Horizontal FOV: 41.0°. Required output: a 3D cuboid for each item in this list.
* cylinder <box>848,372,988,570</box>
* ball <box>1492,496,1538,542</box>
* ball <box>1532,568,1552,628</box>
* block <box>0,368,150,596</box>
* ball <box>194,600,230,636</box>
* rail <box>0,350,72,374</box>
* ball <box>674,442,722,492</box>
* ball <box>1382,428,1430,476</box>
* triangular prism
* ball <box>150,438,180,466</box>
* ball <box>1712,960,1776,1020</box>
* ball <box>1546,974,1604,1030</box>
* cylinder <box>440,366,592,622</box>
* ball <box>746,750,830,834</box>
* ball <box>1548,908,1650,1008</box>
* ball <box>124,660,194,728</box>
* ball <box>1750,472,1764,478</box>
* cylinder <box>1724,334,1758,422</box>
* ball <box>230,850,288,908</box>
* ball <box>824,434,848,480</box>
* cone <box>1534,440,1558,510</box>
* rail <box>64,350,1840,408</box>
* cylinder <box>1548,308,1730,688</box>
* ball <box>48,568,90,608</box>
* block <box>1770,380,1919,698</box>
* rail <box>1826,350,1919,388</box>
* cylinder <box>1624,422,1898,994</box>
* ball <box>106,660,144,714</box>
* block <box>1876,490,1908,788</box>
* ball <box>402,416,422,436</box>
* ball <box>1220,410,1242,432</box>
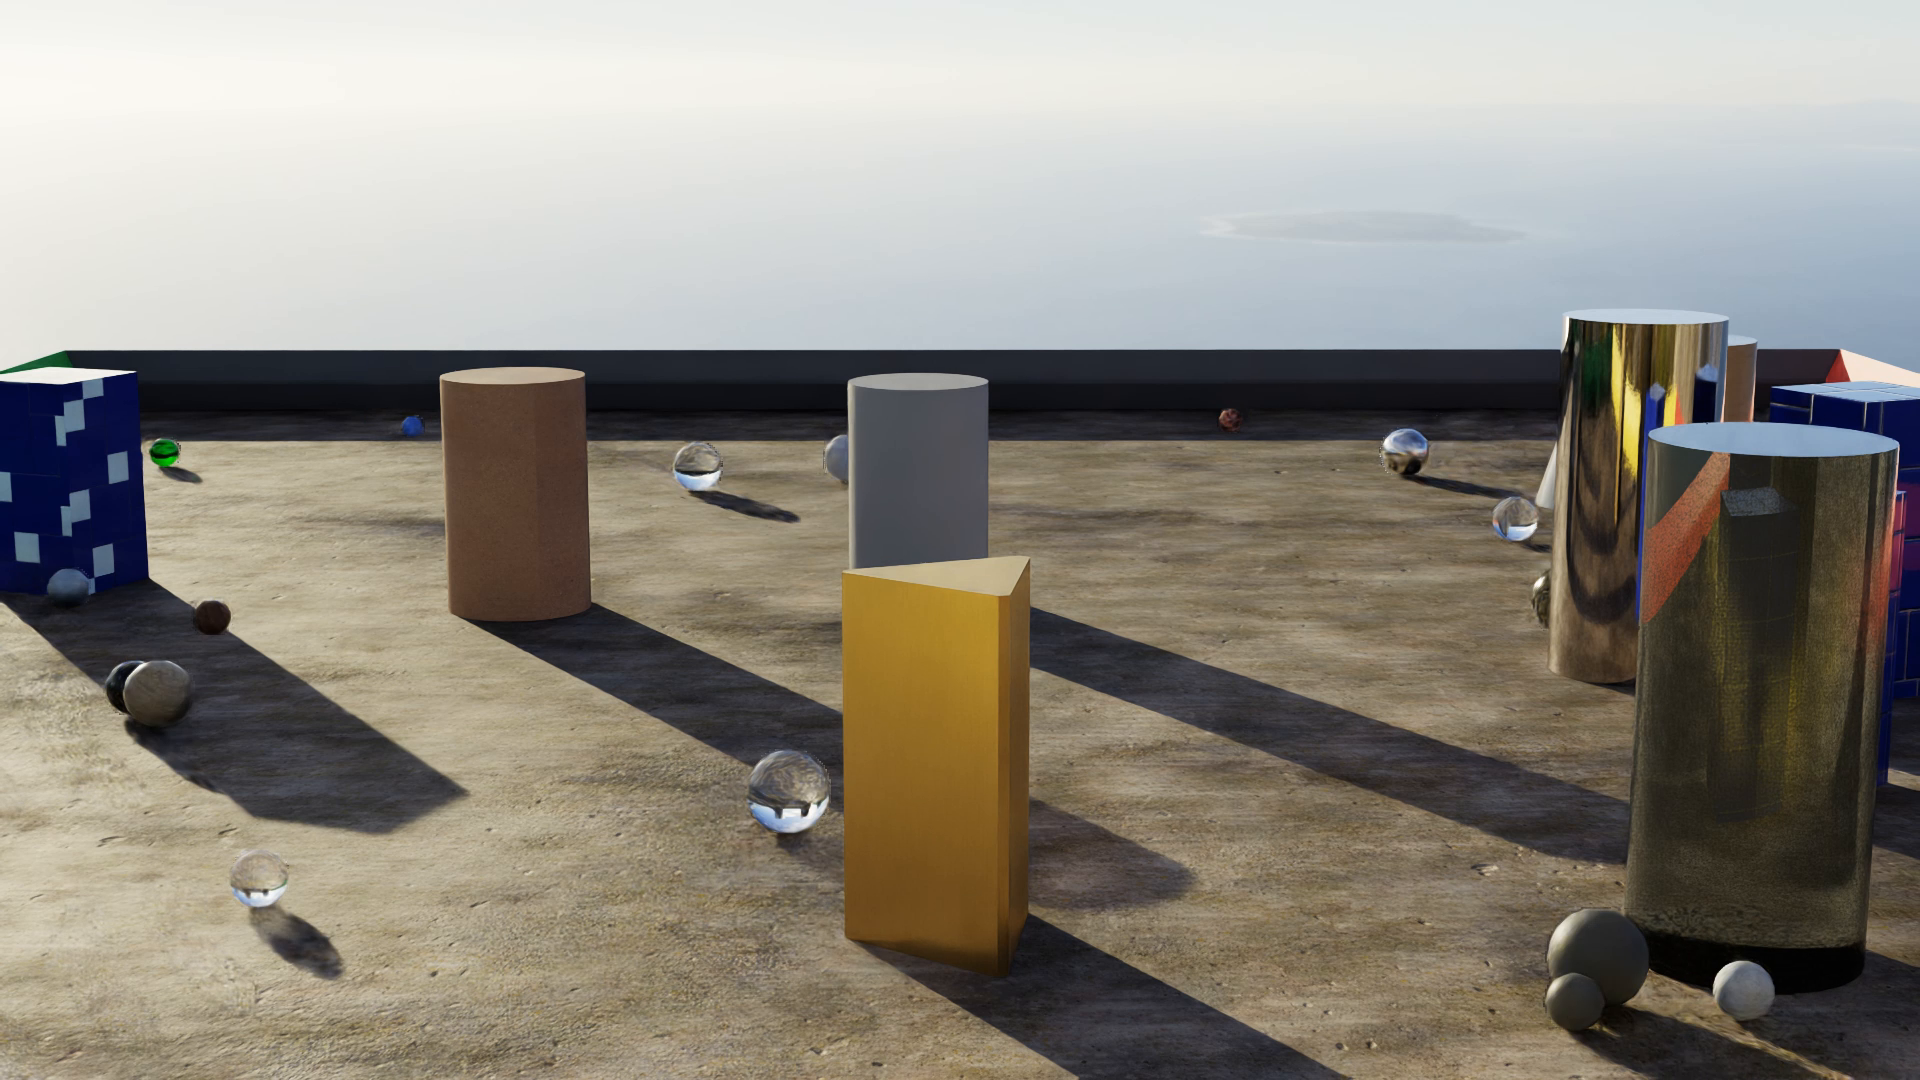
[{"bbox_3d":[-0.057,-0.069,3.524,0.192,0.299,0.192,0,11,0],"label":"cylinder"},{"bbox_3d":[0.855,-0.032,3.953,0.069,0.069,0.069,0,11,0],"label":"ball"},{"bbox_3d":[0.783,0.077,3.302,0.092,0.092,0.092,0,11,0],"label":"ball"},{"bbox_3d":[-1.262,-0.084,3.608,0.154,0.297,0.154,4,11,21],"label":"block"},{"bbox_3d":[-0.964,0.100,3.307,0.046,0.046,0.046,0,11,0],"label":"ball"},{"bbox_3d":[-1.865,0.034,3.439,0.045,0.125,4.100,0,11,0],"label":"rail"},{"bbox_3d":[-0.452,-0.126,4.417,0.083,0.083,0.083,0,11,0],"label":"ball"},{"bbox_3d":[0.796,-0.157,4.581,0.085,0.085,0.085,0,11,0],"label":"ball"},{"bbox_3d":[0.012,0.179,2.147,0.166,0.314,0.144,8,13,36],"label":"triangular prism"},{"bbox_3d":[-1.453,-0.160,4.685,0.052,0.052,0.052,0,11,0],"label":"ball"},{"bbox_3d":[0.604,0.347,1.977,0.046,0.046,0.046,0,11,0],"label":"ball"},{"bbox_3d":[0.469,0.352,1.956,0.043,0.043,0.043,0,11,0],"label":"ball"},{"bbox_3d":[-0.597,-0.065,3.454,0.192,0.315,0.192,0,11,0],"label":"cylinder"},{"bbox_3d":[-0.165,0.241,2.455,0.080,0.080,0.080,0,11,0],"label":"ball"},{"bbox_3d":[0.498,0.326,2.002,0.078,0.078,0.078,0,11,0],"label":"ball"},{"bbox_3d":[-0.889,0.170,2.847,0.075,0.075,0.075,0,11,0],"label":"ball"},{"bbox_3d":[1.237,-0.060,4.029,0.096,0.096,0.096,0,11,0],"label":"ball"},{"bbox_3d":[0.973,-0.094,3.486,0.192,0.361,0.192,0,11,0],"label":"cylinder"},{"bbox_3d":[-0.612,0.296,2.240,0.050,0.050,0.050,0,11,0],"label":"ball"},{"bbox_3d":[-0.199,-0.146,4.526,0.083,0.083,0.083,0,11,0],"label":"ball"},{"bbox_3d":[1.059,-0.214,4.263,0.192,0.313,0.192,0,11,0],"label":"cone"},{"bbox_3d":[-0.012,-0.338,5.441,3.778,0.125,0.045,0,11,0],"label":"rail"},{"bbox_3d":[0.813,-0.054,3.085,0.192,0.430,0.192,0,11,0],"label":"cylinder"},{"bbox_3d":[-1.207,0.065,3.473,0.053,0.053,0.053,0,11,0],"label":"ball"},{"bbox_3d":[1.057,-0.001,3.015,0.154,0.350,0.154,-5,12,-25],"label":"block"},{"bbox_3d":[1.865,0.030,3.460,0.045,0.125,4.100,0,11,0],"label":"rail"},{"bbox_3d":[0.648,0.131,2.088,0.192,0.431,0.192,0,11,0],"label":"cylinder"},{"bbox_3d":[-0.934,0.167,2.901,0.062,0.062,0.062,0,11,0],"label":"ball"},{"bbox_3d":[0.843,0.101,2.601,0.154,0.302,0.154,10,14,43],"label":"block"},{"bbox_3d":[-1.081,-0.224,5.063,0.041,0.041,0.041,0,11,0],"label":"ball"},{"bbox_3d":[0.540,-0.238,5.118,0.046,0.046,0.046,0,11,0],"label":"ball"}]
